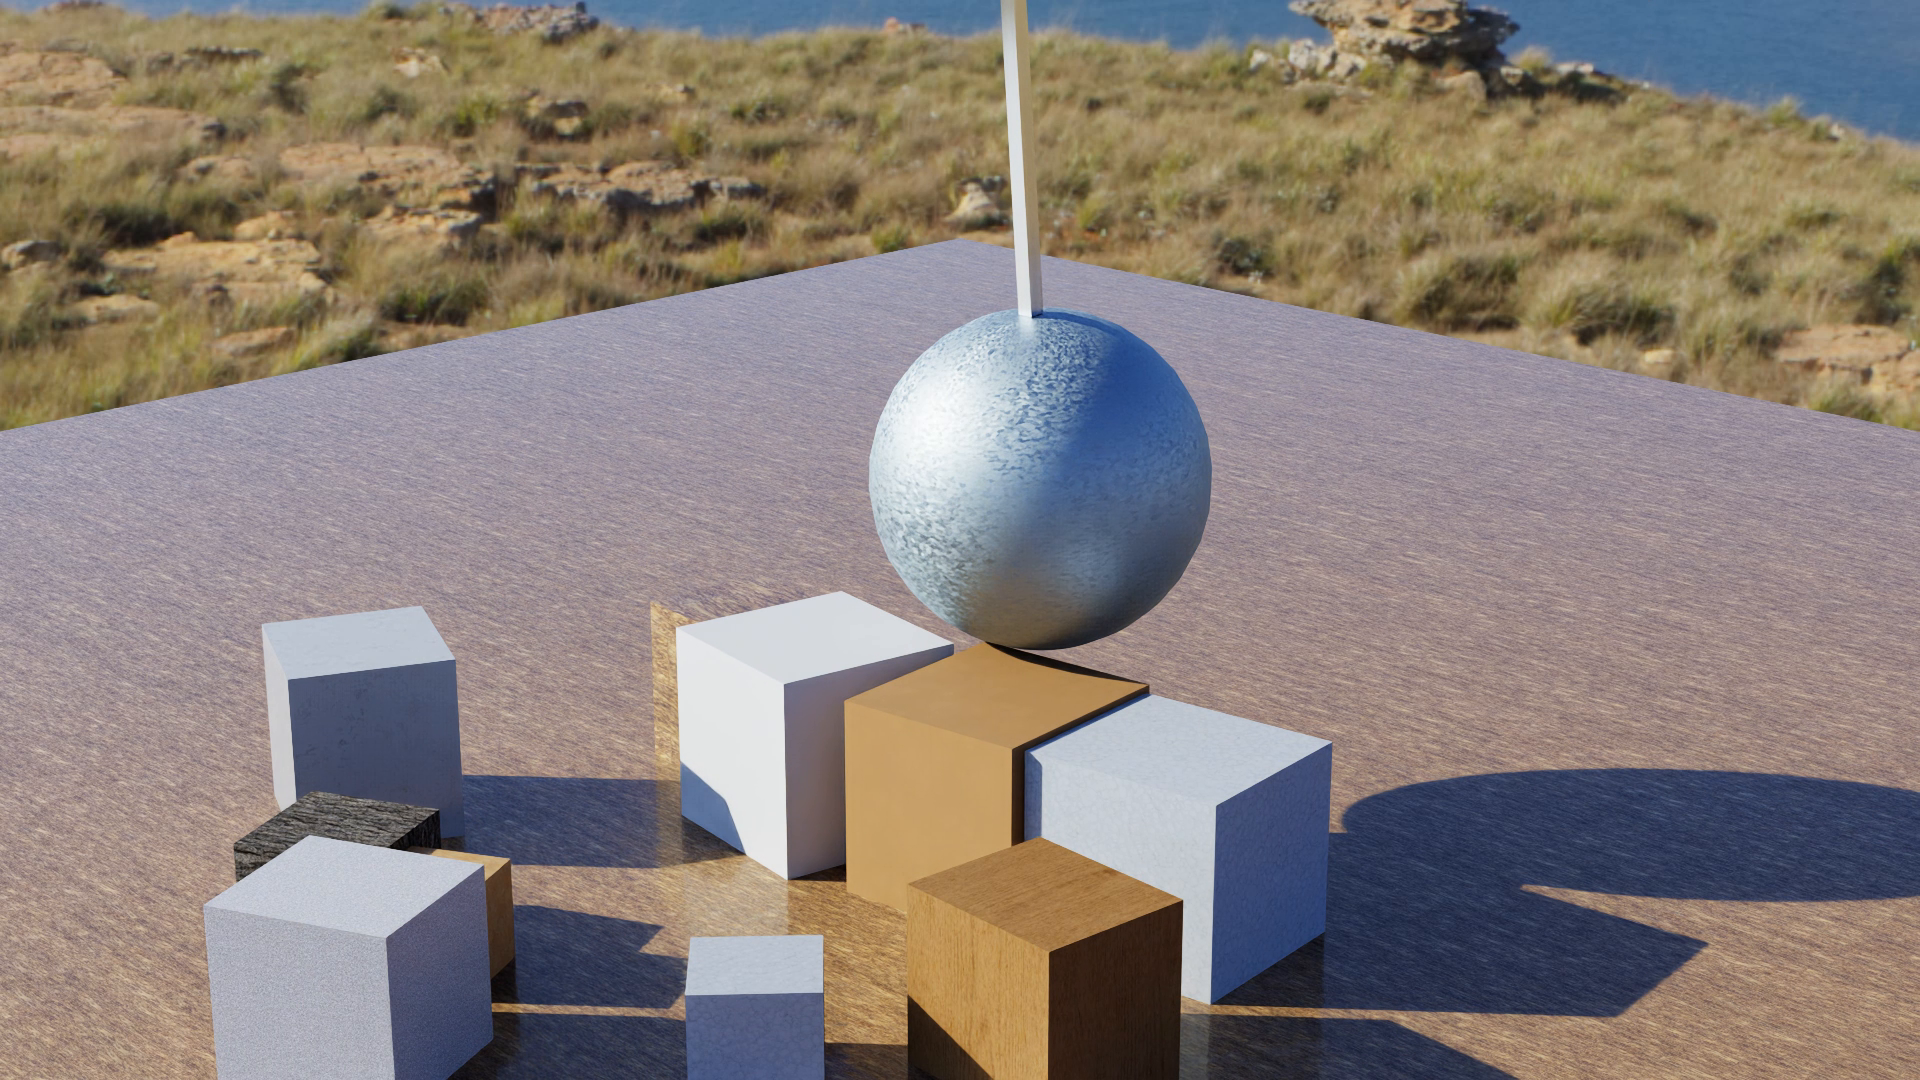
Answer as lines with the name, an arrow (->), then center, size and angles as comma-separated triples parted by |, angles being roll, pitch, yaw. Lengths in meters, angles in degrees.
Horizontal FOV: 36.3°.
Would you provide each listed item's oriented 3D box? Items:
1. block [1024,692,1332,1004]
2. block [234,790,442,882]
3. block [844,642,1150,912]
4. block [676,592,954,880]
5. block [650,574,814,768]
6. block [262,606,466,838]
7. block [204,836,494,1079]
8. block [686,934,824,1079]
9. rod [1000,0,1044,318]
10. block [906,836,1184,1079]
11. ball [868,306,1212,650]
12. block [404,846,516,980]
block -> 0.939, 1.310, 12.688 | 0.974, 0.893, 0.907 | 13, 22, 36
block -> -2.687, 1.487, 12.736 | 0.636, 0.526, 0.631 | 6, 18, 19
block -> 0.171, 1.121, 13.240 | 0.938, 0.922, 1.014 | 14, 22, 37
block -> -0.685, 0.902, 13.882 | 0.936, 0.954, 0.947 | -12, 21, -34
block -> -1.046, 0.721, 14.677 | 0.677, 0.824, 0.750 | -14, 22, -37
block -> -2.852, 0.902, 13.999 | 0.771, 0.885, 0.829 | -6, 19, -20
block -> -2.406, 1.716, 11.601 | 0.815, 0.769, 0.732 | 7, 19, 20
block -> -0.800, 1.888, 11.545 | 0.528, 0.476, 0.516 | -1, 17, -2
rod -> 0.162, -3.454, 12.426 | 0.080, 5.200, 0.080 | 17, 29, 42
block -> 0.328, 1.737, 11.528 | 0.709, 0.773, 0.820 | -15, 23, -39
ball -> 0.374, -0.286, 13.644 | 1.600, 1.600, 1.600 | 0, 17, 0
block -> -2.210, 1.622, 12.425 | 0.470, 0.455, 0.464 | 5, 18, 17
